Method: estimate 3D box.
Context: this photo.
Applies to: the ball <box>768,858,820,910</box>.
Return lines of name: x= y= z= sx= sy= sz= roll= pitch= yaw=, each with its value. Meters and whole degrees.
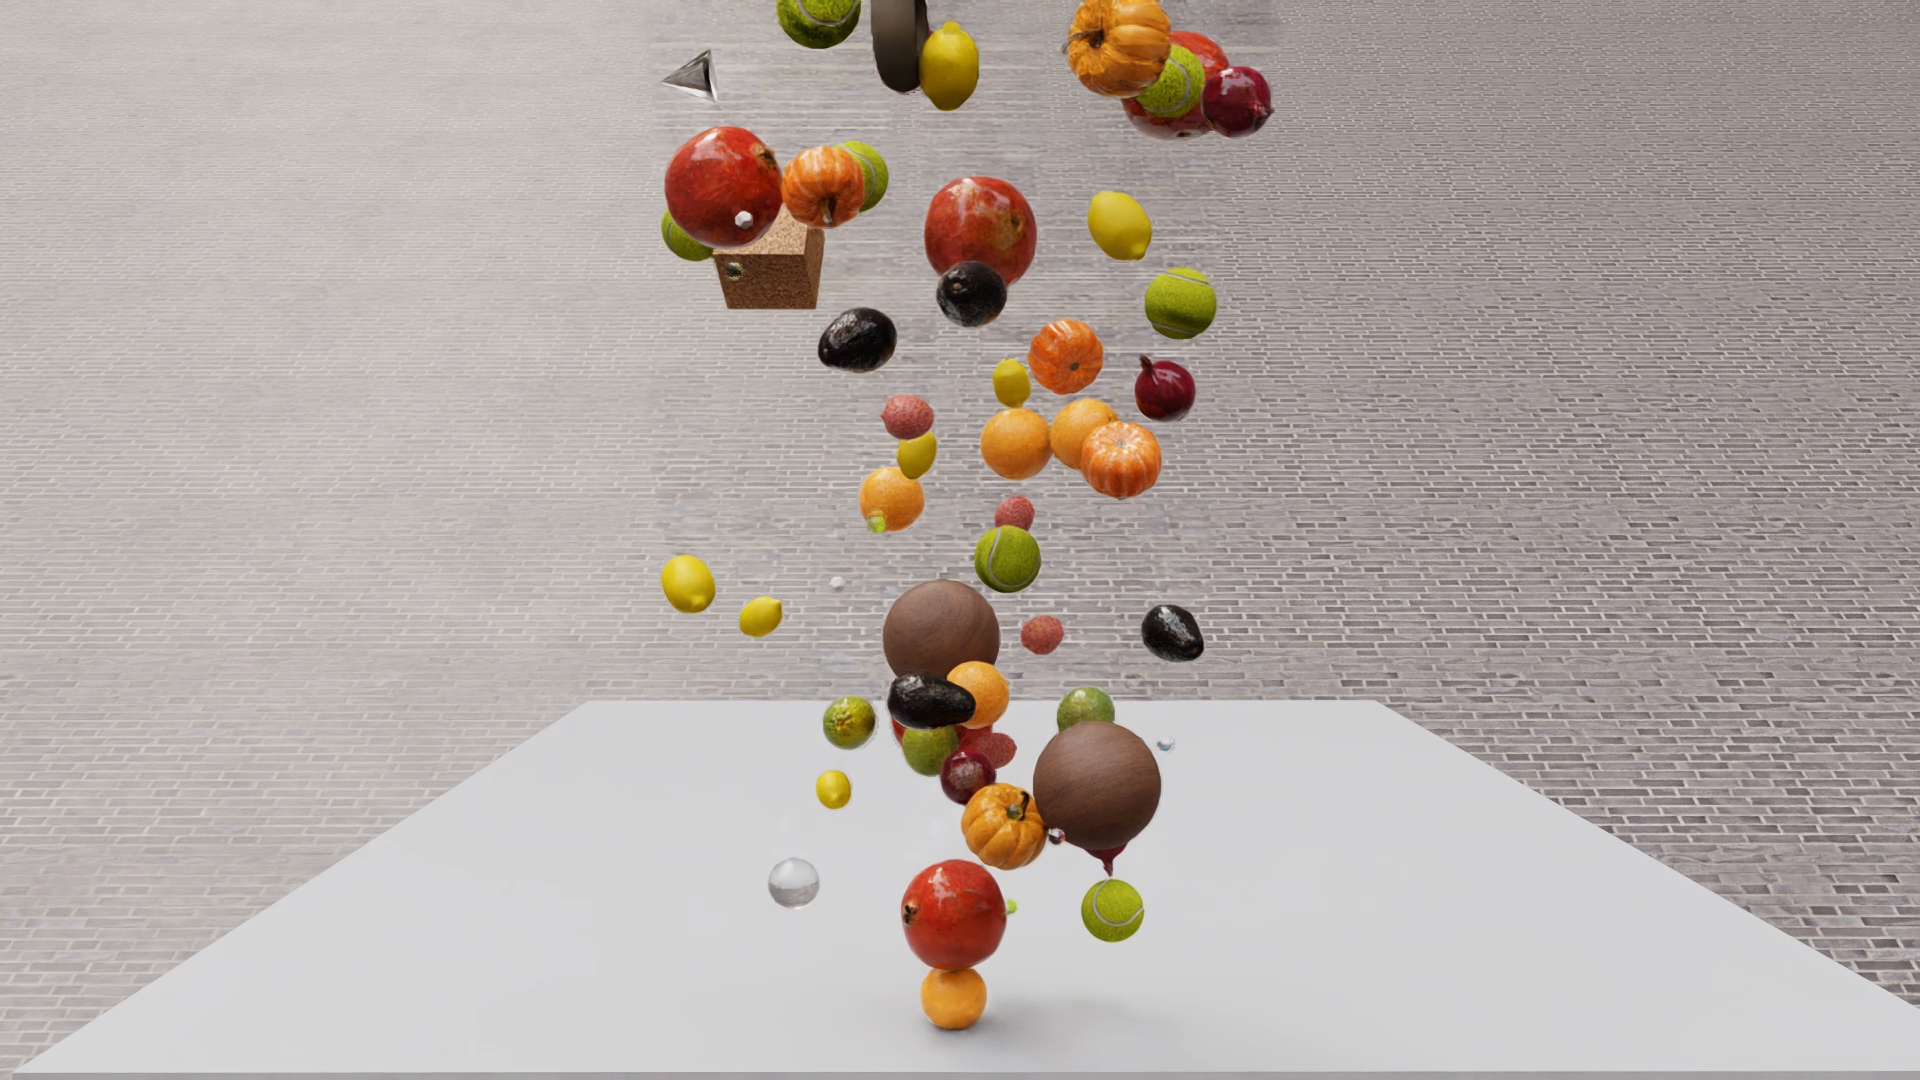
ball: x=-0.182 y=0.377 z=2.830 sx=0.056 sy=0.056 sz=0.056 roll=0 pitch=25 yaw=0

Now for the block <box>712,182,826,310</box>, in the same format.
block: x=-0.194 y=-0.301 z=2.634 sx=0.092 sy=0.092 sz=0.092 roll=1 pitch=59 yaw=6

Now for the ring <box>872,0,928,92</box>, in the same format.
ring: x=-0.049 y=-0.423 z=2.124 sx=0.035 sy=0.106 sz=0.106 roll=-2 pitch=25 yaw=9

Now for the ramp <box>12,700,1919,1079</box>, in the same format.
ramp: x=0.057 y=0.518 z=4.557 sx=2.000 sy=0.100 sz=4.000 roll=0 pitch=2 yaw=0

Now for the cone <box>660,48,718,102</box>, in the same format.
cone: x=-0.266 y=-0.448 z=2.502 sx=0.052 sy=0.052 sz=0.052 roll=-6 pitch=25 yaw=2
